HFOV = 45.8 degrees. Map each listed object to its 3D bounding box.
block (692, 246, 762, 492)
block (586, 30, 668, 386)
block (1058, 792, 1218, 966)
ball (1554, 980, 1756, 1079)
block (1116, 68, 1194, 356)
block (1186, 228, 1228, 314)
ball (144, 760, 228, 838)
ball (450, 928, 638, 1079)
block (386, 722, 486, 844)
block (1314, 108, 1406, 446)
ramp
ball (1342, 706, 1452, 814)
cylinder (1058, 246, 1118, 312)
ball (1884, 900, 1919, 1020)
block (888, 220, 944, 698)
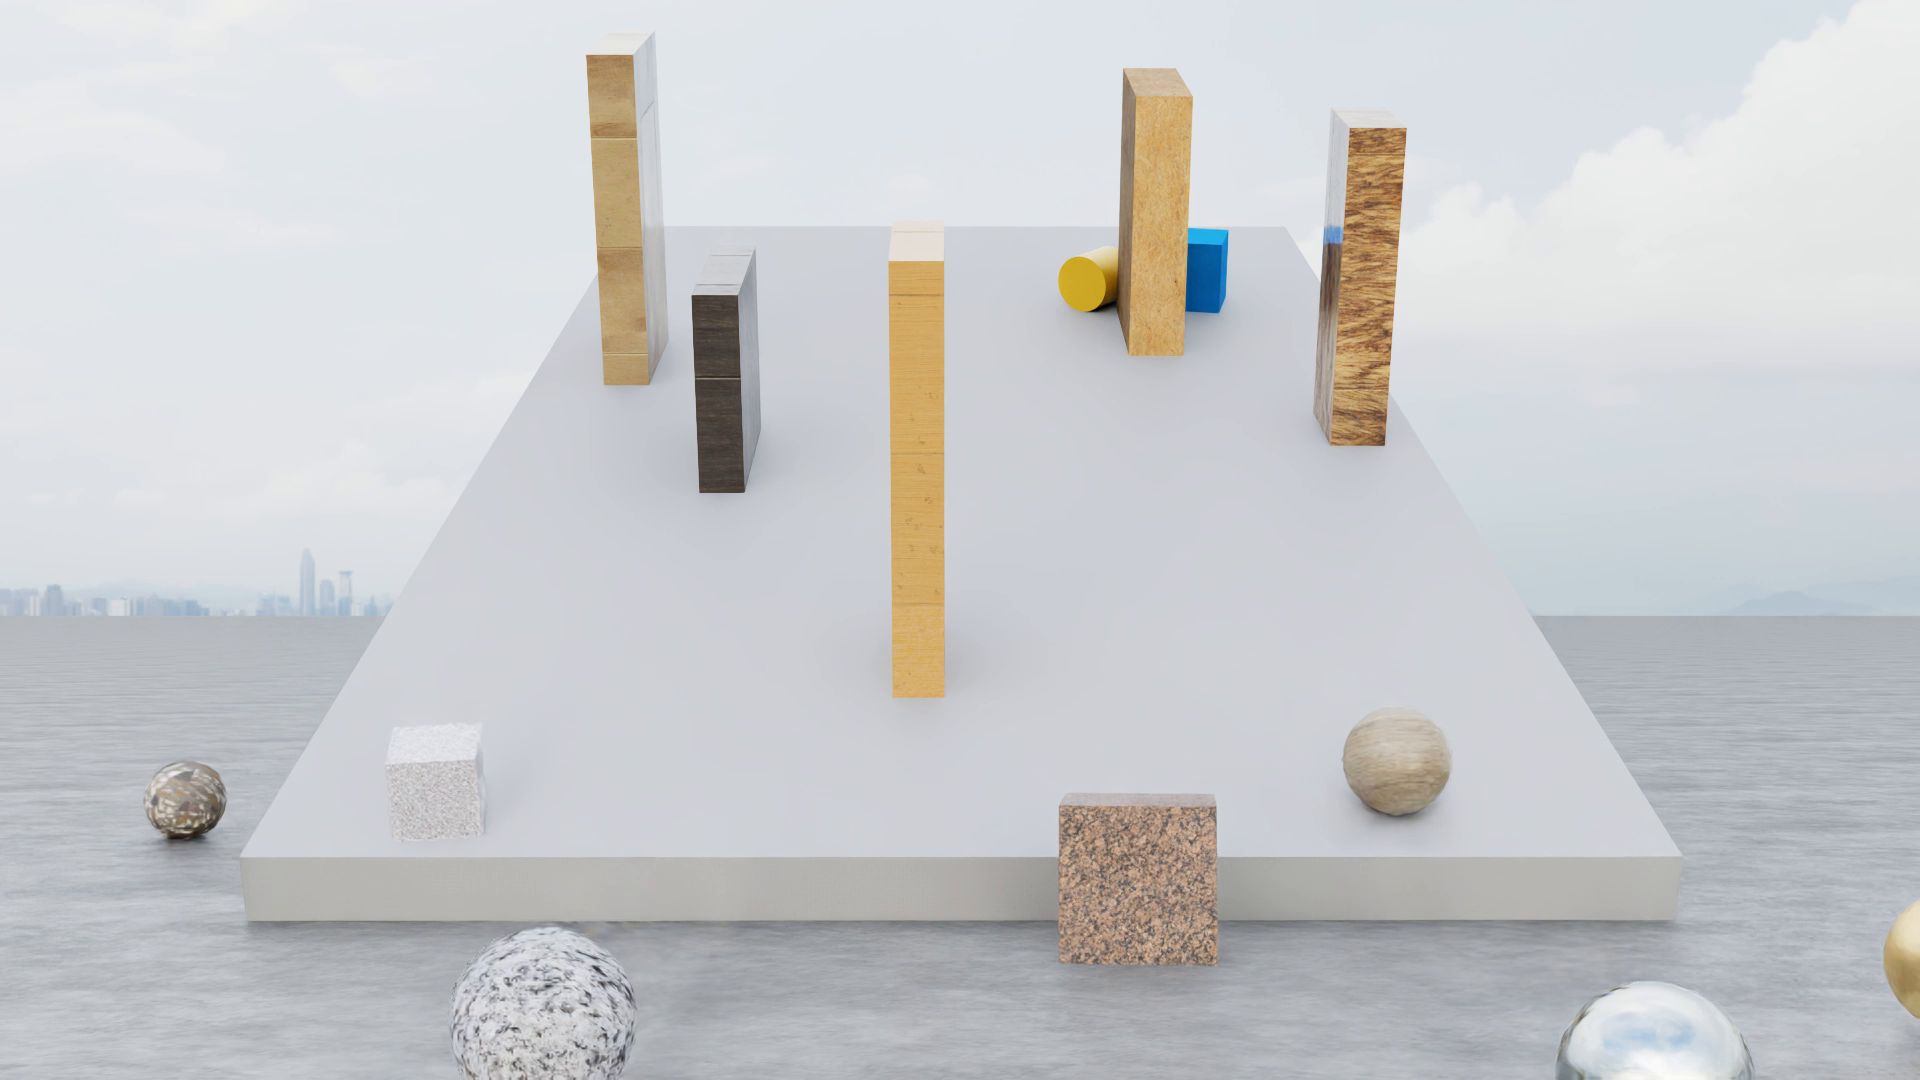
[{"bbox_3d":[-0.481,-0.361,4.711,0.091,0.410,0.427,0,20,0],"label":"block"},{"bbox_3d":[-0.778,-0.788,5.353,0.105,0.762,0.399,0,20,0],"label":"block"},{"bbox_3d":[0.227,0.427,2.884,0.194,0.194,0.194,0,-2,5],"label":"block"},{"bbox_3d":[0.535,0.415,1.750,0.148,0.148,0.148,0,-2,0],"label":"ball"},{"bbox_3d":[0.478,-0.820,5.637,0.133,0.629,0.436,0,20,0],"label":"block"},{"bbox_3d":[0.606,-0.714,5.994,0.181,0.181,0.181,4,21,11],"label":"block"},{"bbox_3d":[-1.471,0.492,4.315,0.150,0.150,0.150,0,-2,0],"label":"ball"},{"bbox_3d":[-0.359,0.416,1.962,0.160,0.160,0.160,0,-2,0],"label":"ball"},{"bbox_3d":[-0.742,0.343,3.224,0.122,0.122,0.122,-3,21,-8],"label":"block"},{"bbox_3d":[0.853,-0.565,4.874,0.117,0.682,0.247,0,20,0],"label":"block"},{"bbox_3d":[-0.005,-0.210,5.038,2.000,0.100,4.000,0,20,0],"label":"ramp"},{"bbox_3d":[0.626,0.316,3.257,0.154,0.154,0.154,0,-2,0],"label":"ball"},{"bbox_3d":[0.359,-0.687,5.975,0.146,0.146,0.146,-1,16,37],"label":"cylinder"},{"bbox_3d":[1.030,0.435,2.343,0.144,0.144,0.144,0,-2,0],"label":"ball"},{"bbox_3d":[-0.067,-0.131,3.654,0.083,0.715,0.280,0,20,0],"label":"block"}]
